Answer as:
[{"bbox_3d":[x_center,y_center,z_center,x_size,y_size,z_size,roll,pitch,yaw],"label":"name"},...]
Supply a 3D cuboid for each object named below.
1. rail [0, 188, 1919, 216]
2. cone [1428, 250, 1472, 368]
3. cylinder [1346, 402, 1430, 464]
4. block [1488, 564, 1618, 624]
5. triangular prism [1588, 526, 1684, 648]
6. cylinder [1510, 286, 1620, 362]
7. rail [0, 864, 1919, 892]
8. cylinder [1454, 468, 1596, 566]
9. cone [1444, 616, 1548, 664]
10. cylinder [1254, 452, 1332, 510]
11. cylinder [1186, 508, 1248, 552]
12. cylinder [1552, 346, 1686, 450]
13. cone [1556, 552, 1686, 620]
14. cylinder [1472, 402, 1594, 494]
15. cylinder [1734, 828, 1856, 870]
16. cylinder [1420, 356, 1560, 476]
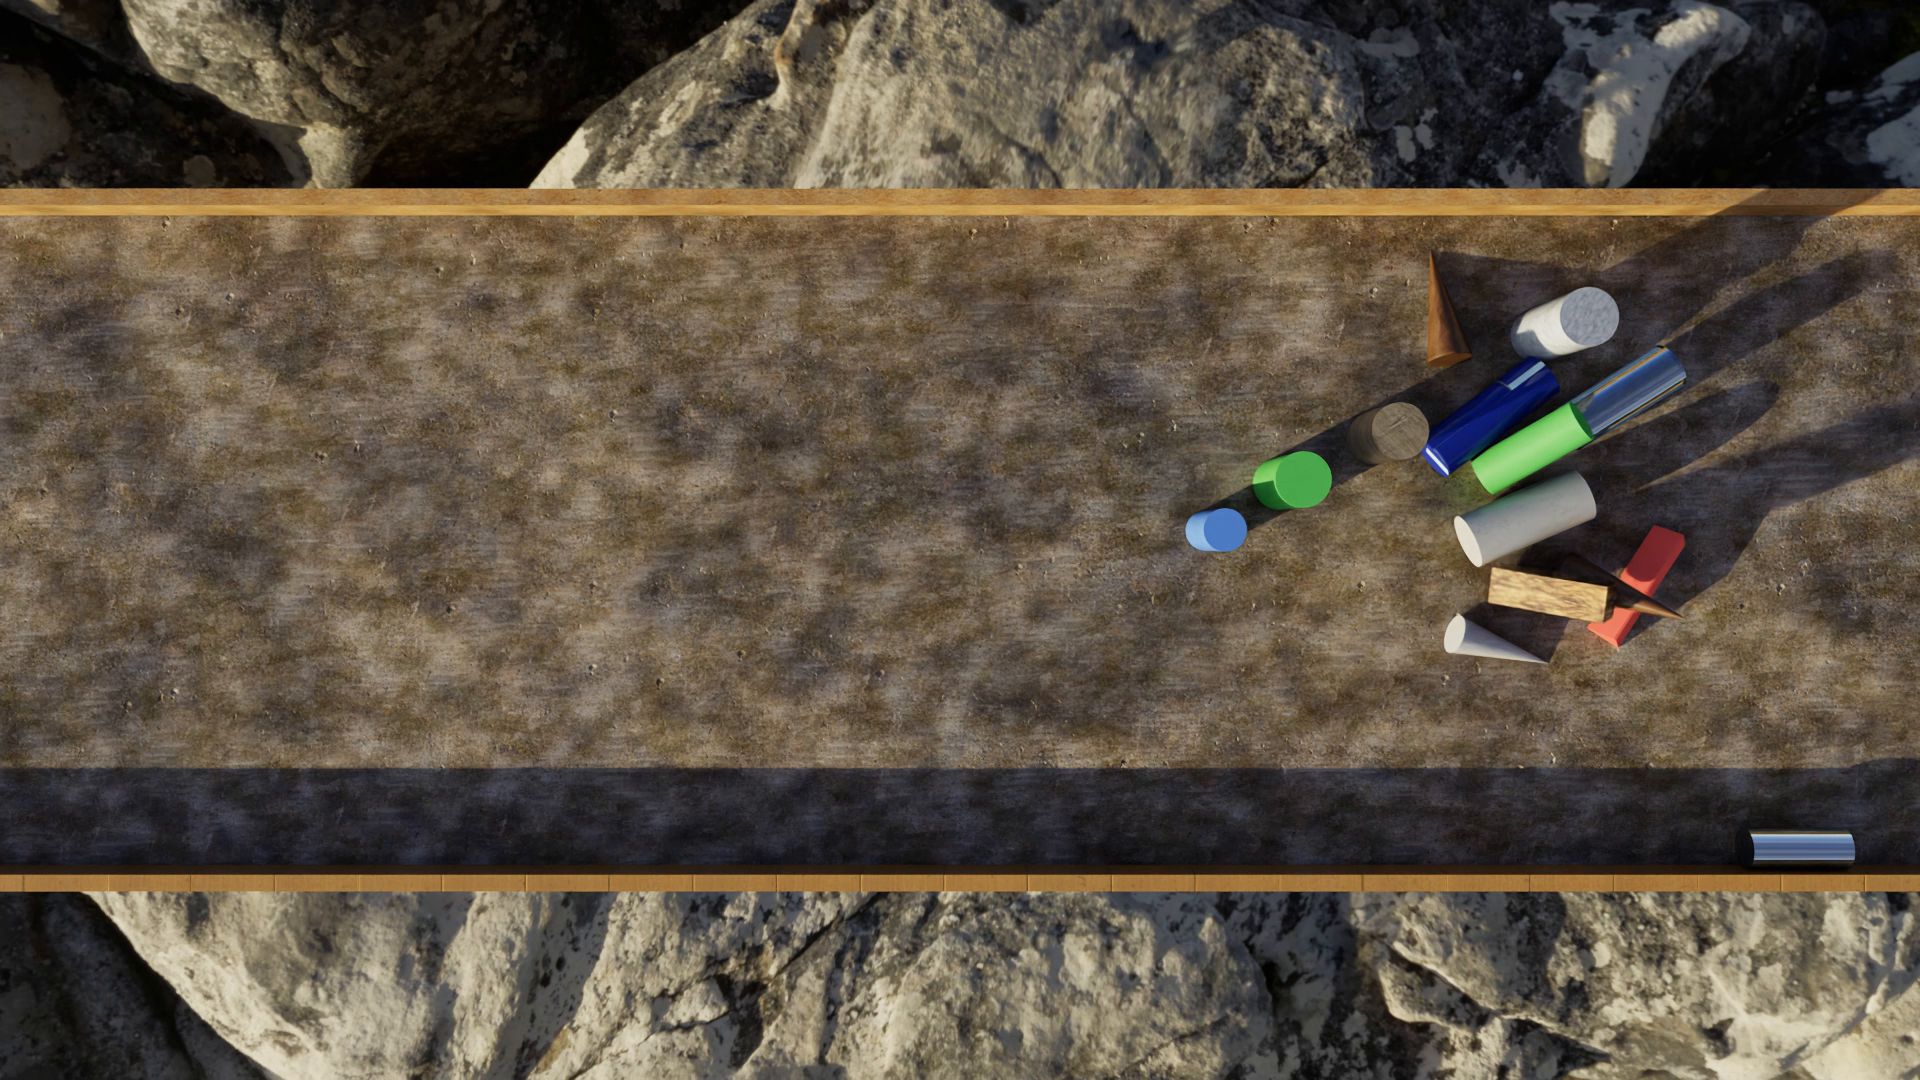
[{"bbox_3d":[-2.247,-1.025,5.002,12.000,0.150,0.050,0,90,0],"label":"rail"},{"bbox_3d":[1.468,-0.722,5.043,0.135,0.135,0.360,-7,79,0],"label":"cone"},{"bbox_3d":[1.270,-0.315,4.916,0.166,0.321,0.166,0,90,0],"label":"cylinder"},{"bbox_3d":[1.769,0.156,4.927,0.338,0.108,0.108,11,103,35],"label":"block"},{"bbox_3d":[2.079,0.143,5.025,0.113,0.098,0.377,33,90,0],"label":"triangular prism"},{"bbox_3d":[1.779,-0.631,4.870,0.169,0.413,0.169,0,90,0],"label":"cylinder"},{"bbox_3d":[-2.247,1.025,5.001,12.000,0.150,0.050,0,90,0],"label":"rail"},{"bbox_3d":[1.710,-0.068,4.993,0.373,0.167,0.167,-23,90,0],"label":"cylinder"},{"bbox_3d":[1.660,0.334,5.047,0.330,0.118,0.118,17,90,-10],"label":"cone"},{"bbox_3d":[0.983,-0.173,4.897,0.162,0.359,0.162,0,90,0],"label":"cylinder"},{"bbox_3d":[0.756,-0.029,4.889,0.124,0.374,0.124,0,90,0],"label":"cylinder"},{"bbox_3d":[1.998,-0.432,5.004,0.370,0.145,0.145,-32,90,0],"label":"cylinder"},{"bbox_3d":[1.974,0.168,4.891,0.394,0.146,0.146,26,90,42],"label":"cone"},{"bbox_3d":[1.712,-0.273,4.938,0.328,0.130,0.130,-33,90,30],"label":"cylinder"},{"bbox_3d":[2.536,0.937,5.013,0.302,0.127,0.127,0,90,0],"label":"cylinder"},{"bbox_3d":[1.603,-0.374,5.005,0.421,0.144,0.144,-37,90,0],"label":"cylinder"}]
